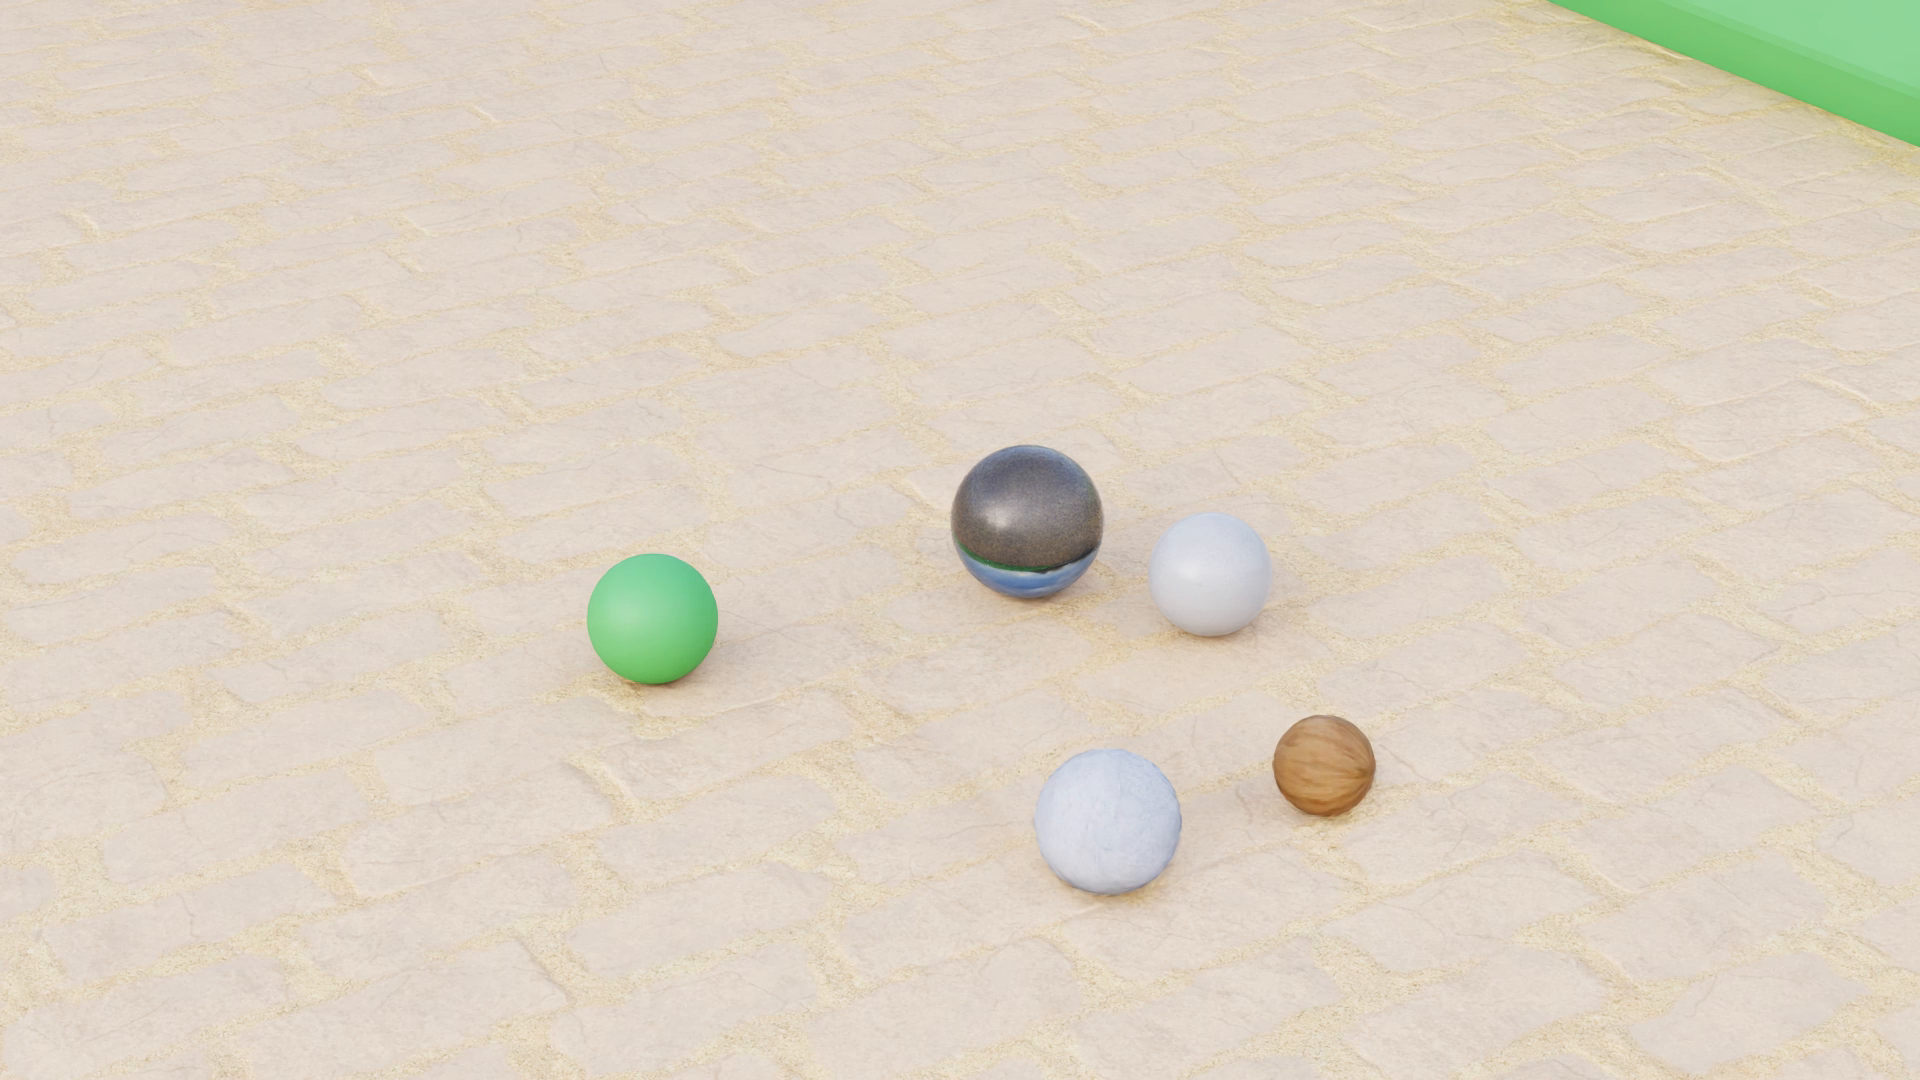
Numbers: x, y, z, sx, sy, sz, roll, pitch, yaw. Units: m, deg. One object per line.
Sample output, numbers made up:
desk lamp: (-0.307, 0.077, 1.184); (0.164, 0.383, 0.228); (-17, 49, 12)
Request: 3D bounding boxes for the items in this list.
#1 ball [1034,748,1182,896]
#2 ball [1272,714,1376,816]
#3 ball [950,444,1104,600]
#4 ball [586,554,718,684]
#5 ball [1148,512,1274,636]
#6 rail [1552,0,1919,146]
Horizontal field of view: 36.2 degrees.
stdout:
ball: (0.080, 0.152, 1.587); (0.080, 0.080, 0.080); (0, 28, 0)
ball: (0.205, 0.127, 1.657); (0.057, 0.057, 0.057); (0, 28, 0)
ball: (0.043, -0.012, 1.871); (0.099, 0.099, 0.099); (0, 28, 0)
ball: (-0.186, 0.048, 1.781); (0.079, 0.079, 0.079); (0, 28, 0)
ball: (0.156, 0.021, 1.832); (0.078, 0.078, 0.078); (0, 28, 0)
rail: (0.380, -0.745, 3.203); (0.045, 0.128, 4.417); (-16, 32, -28)
